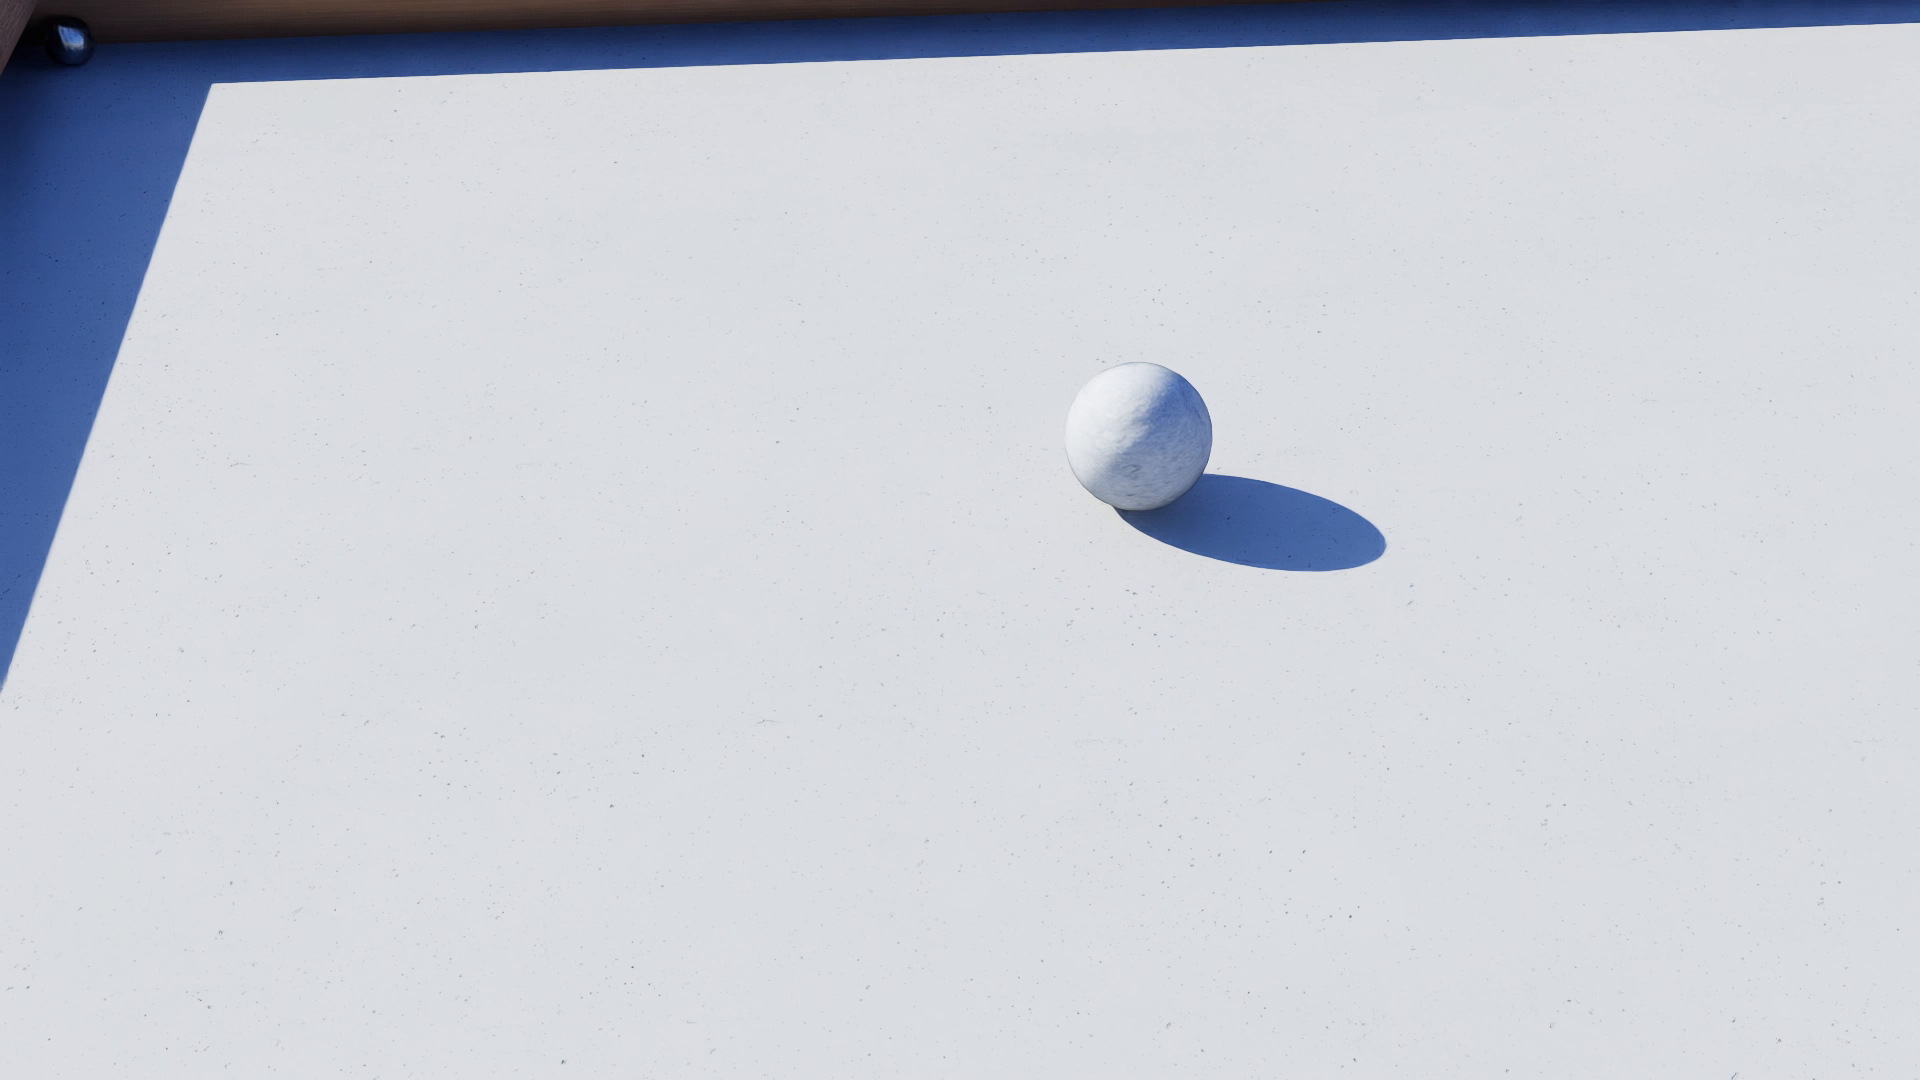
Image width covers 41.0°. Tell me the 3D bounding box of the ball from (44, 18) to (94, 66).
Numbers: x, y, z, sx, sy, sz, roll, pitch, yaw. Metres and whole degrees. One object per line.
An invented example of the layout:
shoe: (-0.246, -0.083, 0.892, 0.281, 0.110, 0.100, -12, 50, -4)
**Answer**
ball: (-0.793, -0.442, 2.281, 0.042, 0.042, 0.042, 0, 36, 0)

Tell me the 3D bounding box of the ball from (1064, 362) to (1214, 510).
ball: (0.119, -0.069, 1.720, 0.100, 0.100, 0.100, 0, 36, 0)

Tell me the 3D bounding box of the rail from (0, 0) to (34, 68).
rail: (-0.766, 0.008, 1.587, 0.045, 0.130, 1.738, -3, 36, -4)

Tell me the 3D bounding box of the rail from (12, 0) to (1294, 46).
rail: (0.721, -0.563, 2.370, 3.168, 0.130, 0.045, -3, 36, -4)
